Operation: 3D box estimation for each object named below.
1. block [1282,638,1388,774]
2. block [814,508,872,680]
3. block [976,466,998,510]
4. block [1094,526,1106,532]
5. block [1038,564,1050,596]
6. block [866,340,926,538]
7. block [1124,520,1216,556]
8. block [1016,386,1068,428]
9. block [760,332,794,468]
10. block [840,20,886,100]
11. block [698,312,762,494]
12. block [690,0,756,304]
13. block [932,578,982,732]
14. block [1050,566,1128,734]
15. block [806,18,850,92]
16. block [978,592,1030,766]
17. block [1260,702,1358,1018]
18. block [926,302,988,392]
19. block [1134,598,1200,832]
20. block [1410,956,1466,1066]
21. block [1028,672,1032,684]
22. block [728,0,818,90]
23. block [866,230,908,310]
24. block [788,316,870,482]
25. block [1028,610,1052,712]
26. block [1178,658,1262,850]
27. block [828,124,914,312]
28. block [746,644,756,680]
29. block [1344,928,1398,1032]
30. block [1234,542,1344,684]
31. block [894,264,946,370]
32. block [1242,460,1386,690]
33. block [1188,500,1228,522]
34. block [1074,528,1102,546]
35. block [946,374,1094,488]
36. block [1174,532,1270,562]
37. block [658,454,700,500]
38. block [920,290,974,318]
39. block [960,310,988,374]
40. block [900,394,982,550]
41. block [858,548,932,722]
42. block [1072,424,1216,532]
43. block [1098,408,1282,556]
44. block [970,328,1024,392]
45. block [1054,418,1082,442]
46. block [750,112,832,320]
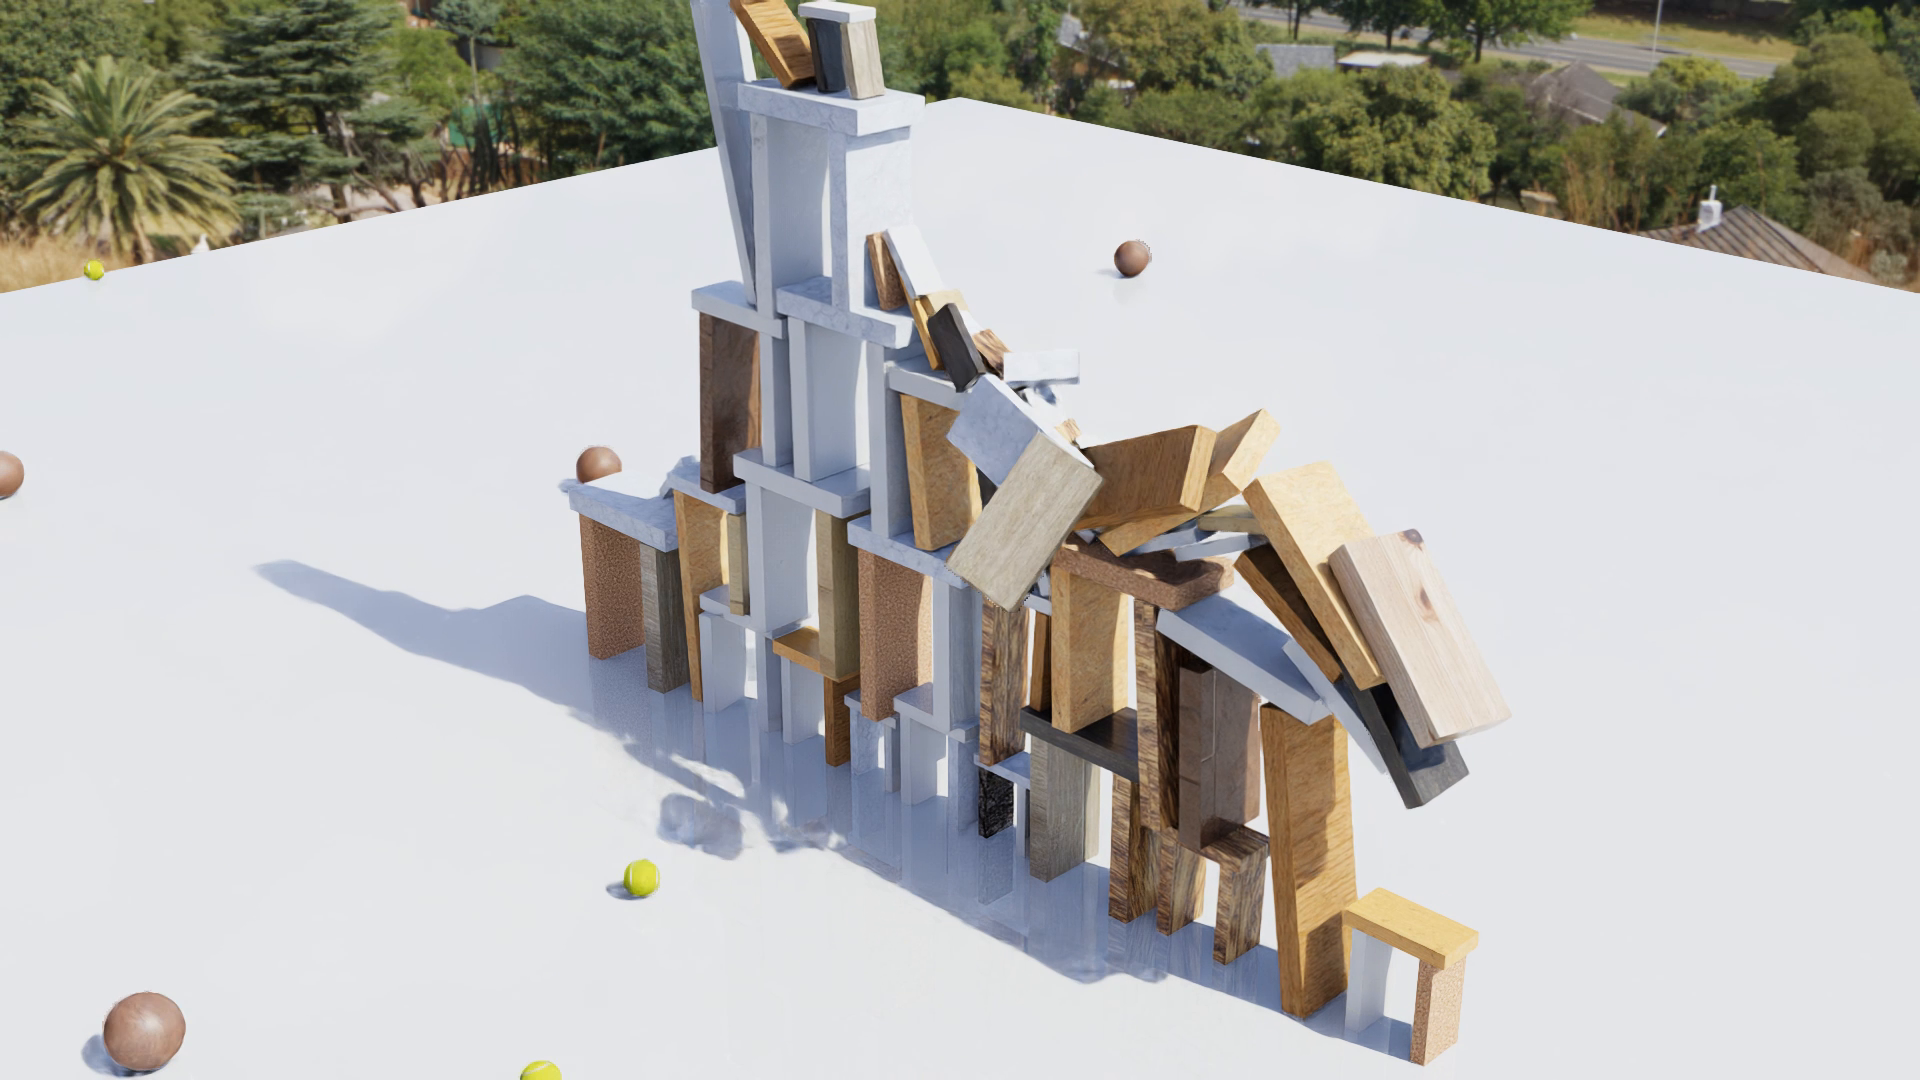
[{"bbox_3d":[0.659,0.248,3.617,0.131,0.037,0.263,-24,71,-41],"label":"block"},{"bbox_3d":[-0.213,0.088,4.485,0.047,0.363,0.166,21,31,41],"label":"block"},{"bbox_3d":[0.108,-0.086,4.074,0.043,0.318,0.152,5,20,45],"label":"block"},{"bbox_3d":[0.264,-0.036,3.888,0.107,0.054,0.015,26,9,-8],"label":"block"},{"bbox_3d":[0.150,-0.067,4.035,0.094,0.325,0.027,-22,10,-41],"label":"block"},{"bbox_3d":[-0.099,-0.212,4.245,0.048,0.389,0.168,20,30,41],"label":"block"},{"bbox_3d":[0.371,-0.009,3.817,0.090,0.025,0.179,-25,8,-40],"label":"block"},{"bbox_3d":[0.161,-0.216,3.966,0.019,0.143,0.067,-24,5,46],"label":"block"},{"bbox_3d":[-0.336,-0.299,4.455,0.140,0.280,0.040,-21,31,-40],"label":"block"},{"bbox_3d":[-0.179,-0.885,4.050,0.068,0.136,0.019,-21,20,-41],"label":"block"},{"bbox_3d":[-0.480,-0.302,4.609,0.040,0.397,0.140,23,32,36],"label":"block"},{"bbox_3d":[-0.432,-0.798,4.344,0.104,0.657,0.029,-22,18,-41],"label":"block"},{"bbox_3d":[0.020,0.201,4.289,0.157,0.315,0.045,-21,31,-40],"label":"block"},{"bbox_3d":[0.239,0.179,4.039,0.161,0.321,0.046,-21,29,-41],"label":"block"},{"bbox_3d":[-0.245,-0.910,4.110,0.068,0.136,0.019,-21,17,-41],"label":"block"},{"bbox_3d":[0.086,0.253,4.234,0.029,0.371,0.101,23,32,40],"label":"block"},{"bbox_3d":[0.607,0.528,3.787,0.170,0.569,0.048,-21,22,-41],"label":"block"},{"bbox_3d":[-0.007,-0.348,3.970,0.021,0.145,0.072,-14,-16,-41],"label":"block"},{"bbox_3d":[0.386,0.289,3.925,0.161,0.438,0.046,-21,26,-40],"label":"block"},{"bbox_3d":[0.802,0.772,3.684,0.028,0.200,0.100,21,31,41],"label":"block"},{"bbox_3d":[0.152,0.302,4.817,0.072,0.021,0.366,-3,-3,13],"label":"block"},{"bbox_3d":[-0.342,-0.954,4.177,0.104,0.029,0.208,-23,76,-43],"label":"block"},{"bbox_3d":[-0.130,-0.511,4.146,0.072,0.144,0.020,-22,15,-41],"label":"block"},{"bbox_3d":[-0.257,-0.298,4.381,0.048,0.336,0.168,20,30,41],"label":"block"},{"bbox_3d":[0.180,0.212,4.113,0.101,0.202,0.029,-21,35,-40],"label":"block"},{"bbox_3d":[0.460,0.359,3.886,0.170,0.340,0.048,-21,28,-41],"label":"block"},{"bbox_3d":[-0.166,-0.615,4.144,0.048,0.338,0.169,21,31,40],"label":"block"},{"bbox_3d":[-0.367,0.278,4.999,0.289,0.083,0.024,0,24,0],"label":"block"},{"bbox_3d":[0.708,0.736,3.771,0.028,0.200,0.100,21,31,41],"label":"block"},{"bbox_3d":[0.583,0.110,3.630,0.131,0.037,0.263,-17,59,-38],"label":"block"},{"bbox_3d":[-0.053,-0.424,4.110,0.072,0.020,0.234,-4,65,-36],"label":"block"},{"bbox_3d":[0.619,0.052,3.548,0.169,0.048,0.378,-14,66,-36],"label":"block"},{"bbox_3d":[0.432,-0.071,3.757,0.054,0.015,0.118,-51,10,-31],"label":"block"},{"bbox_3d":[0.206,-0.074,3.967,0.094,0.027,0.189,-22,57,-42],"label":"block"},{"bbox_3d":[0.104,-0.156,3.872,0.039,0.138,0.276,-1,38,-50],"label":"block"},{"bbox_3d":[0.457,0.004,3.728,0.090,0.025,0.179,-17,3,-38],"label":"block"},{"bbox_3d":[-0.605,-0.145,4.892,0.083,0.024,0.167,-15,-17,-31],"label":"block"},{"bbox_3d":[-0.005,-0.389,4.092,0.081,0.023,0.162,-12,70,-39],"label":"block"},{"bbox_3d":[0.028,-0.349,4.036,0.081,0.023,0.162,-23,65,-42],"label":"block"},{"bbox_3d":[-0.030,-0.147,4.200,0.043,0.303,0.152,12,25,43],"label":"block"},{"bbox_3d":[-0.129,0.170,4.435,0.045,0.372,0.158,21,31,40],"label":"block"},{"bbox_3d":[0.290,-0.102,3.732,0.039,0.138,0.378,22,-16,-28],"label":"block"},{"bbox_3d":[0.387,-0.095,3.729,0.338,0.048,0.169,-30,19,51],"label":"block"},{"bbox_3d":[0.071,-0.326,4.006,0.067,0.019,0.134,-25,66,-43],"label":"block"},{"bbox_3d":[0.208,-0.163,3.955,0.054,0.107,0.015,-26,-4,-44],"label":"block"},{"bbox_3d":[-0.322,-0.644,4.295,0.169,0.401,0.048,-20,30,-39],"label":"block"}]
